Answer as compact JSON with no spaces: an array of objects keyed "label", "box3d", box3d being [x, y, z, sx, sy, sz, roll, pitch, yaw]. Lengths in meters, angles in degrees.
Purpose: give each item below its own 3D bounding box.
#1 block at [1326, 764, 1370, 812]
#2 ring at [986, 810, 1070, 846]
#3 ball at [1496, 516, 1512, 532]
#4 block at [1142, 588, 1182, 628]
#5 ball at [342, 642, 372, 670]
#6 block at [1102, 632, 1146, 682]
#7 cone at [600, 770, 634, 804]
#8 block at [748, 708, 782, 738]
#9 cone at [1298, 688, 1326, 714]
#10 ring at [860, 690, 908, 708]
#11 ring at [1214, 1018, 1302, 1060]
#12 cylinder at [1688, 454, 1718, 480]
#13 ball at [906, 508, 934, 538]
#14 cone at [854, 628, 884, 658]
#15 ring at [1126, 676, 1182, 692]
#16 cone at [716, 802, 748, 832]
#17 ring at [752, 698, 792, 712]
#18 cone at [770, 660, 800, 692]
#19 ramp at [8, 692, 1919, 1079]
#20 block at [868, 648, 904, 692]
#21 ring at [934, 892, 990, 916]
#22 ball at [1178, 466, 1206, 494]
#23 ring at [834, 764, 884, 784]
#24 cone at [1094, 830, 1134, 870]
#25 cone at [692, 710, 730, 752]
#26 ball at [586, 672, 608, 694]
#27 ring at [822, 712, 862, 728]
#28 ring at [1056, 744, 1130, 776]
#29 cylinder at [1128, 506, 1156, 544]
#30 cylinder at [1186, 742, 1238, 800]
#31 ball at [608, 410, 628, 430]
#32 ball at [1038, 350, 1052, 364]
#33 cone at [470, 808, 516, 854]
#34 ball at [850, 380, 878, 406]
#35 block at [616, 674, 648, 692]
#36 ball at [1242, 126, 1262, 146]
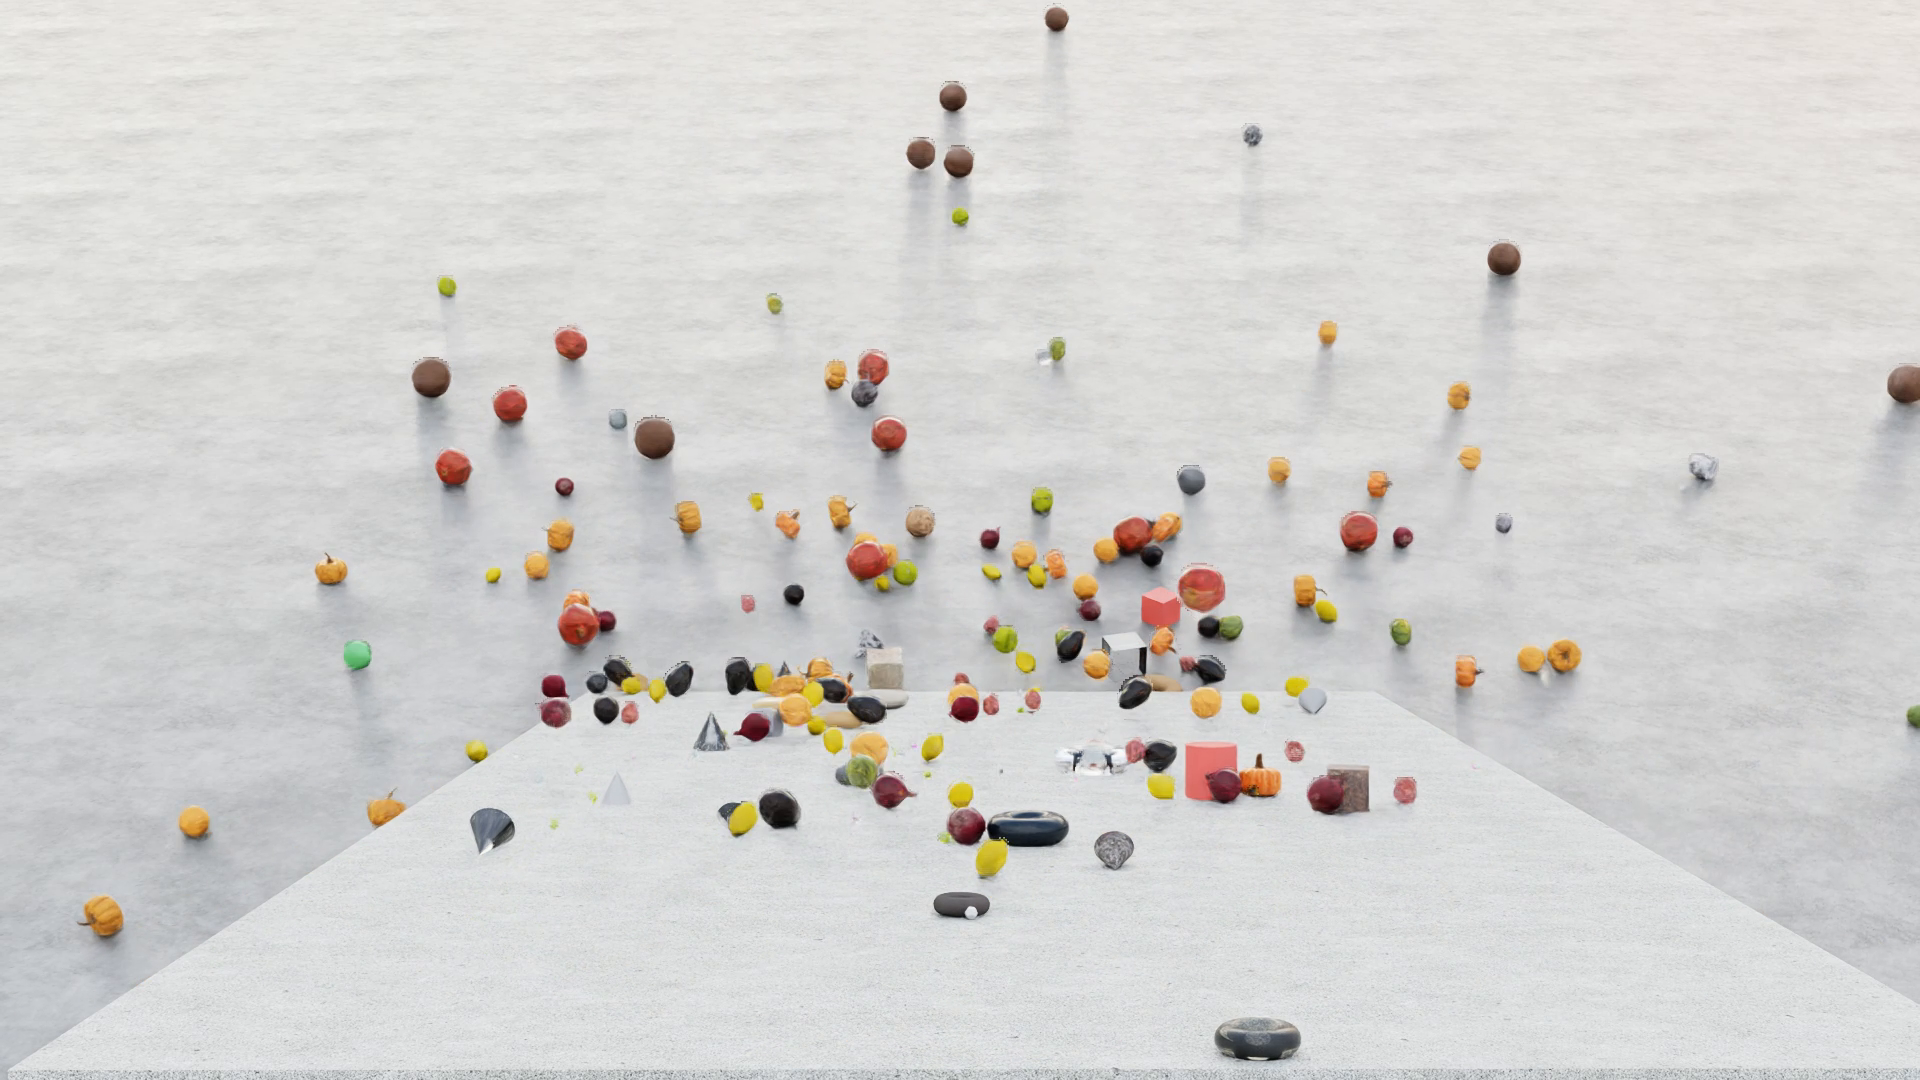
[{"label":"block","box3d":[0.664,0.424,4.404,0.071,0.071,0.071,0,2,11]},{"label":"ring","box3d":[0.106,0.451,4.031,0.131,0.044,0.131,-1,2,0]},{"label":"ball","box3d":[1.618,-0.047,7.665,0.050,0.050,0.050,0,24,0]},{"label":"block","box3d":[0.556,0.187,7.117,0.076,0.076,0.076,22,32,39]},{"label":"ball","box3d":[-1.603,0.307,6.852,0.075,0.075,0.075,0,24,0]},{"label":"block","box3d":[0.435,0.310,6.825,0.093,0.093,0.093,-7,25,-14]},{"label":"cone","box3d":[-0.597,0.428,4.483,0.057,0.057,0.057,0,2,0]},{"label":"block","box3d":[-0.417,0.392,5.524,0.058,0.058,0.058,0,2,15]},{"label":"cone","box3d":[0.823,0.389,6.002,0.066,0.066,0.066,2,29,4]},{"label":"ring","box3d":[-0.180,0.380,6.157,0.117,0.039,0.117,-1,2,0]},{"label":"ring","box3d":[0.302,0.506,2.617,0.089,0.030,0.089,-1,3,0]},{"label":"cylinder","box3d":[2.320,-0.227,8.044,0.062,0.062,0.062,-19,34,-36]},{"label":"ball","box3d":[-0.119,-0.051,7.629,0.088,0.088,0.088,0,24,0]},{"label":"cone","box3d":[-0.259,0.293,6.932,0.077,0.077,0.077,23,59,41]},{"label":"ring","box3d":[0.505,0.398,6.685,0.149,0.050,0.149,-1,25,0]},{"label":"cone","box3d":[-0.365,0.457,4.148,0.050,0.050,0.050,-4,29,-9]},{"label":"ring","box3d":[-0.440,0.388,6.040,0.094,0.031,0.094,-1,2,0]},{"label":"cone","box3d":[-0.448,0.348,6.578,0.081,0.081,0.081,0,-5,0]},{"label":"ramp","box3d":[0.056,0.504,4.549,2.000,0.100,4.000,0,2,0]},{"label":"block","box3d":[-0.195,0.345,6.743,0.091,0.091,0.091,-3,23,-2]},{"label":"ring","box3d":[0.002,0.481,3.406,0.075,0.025,0.075,1,1,0]},{"label":"ball","box3d":[0.713,-0.182,7.920,0.086,0.086,0.086,0,24,0]},{"label":"ring","box3d":[-0.185,0.433,4.750,0.091,0.030,0.091,0,3,0]},{"label":"cone","box3d":[0.227,0.468,3.775,0.059,0.059,0.059,0,31,0]},{"label":"cone","box3d":[-0.511,0.389,5.290,0.080,0.080,0.080,0,2,0]},{"label":"ball","box3d":[-0.915,0.361,6.493,0.054,0.054,0.054,0,24,0]},{"label":"ring","box3d":[-0.261,0.400,5.721,0.089,0.030,0.089,1,3,0]},{"label":"ring","box3d":[0.253,0.419,4.911,0.143,0.048,0.143,0,3,0]},{"label":"cylinder","box3d":[0.537,-0.044,7.621,0.082,0.082,0.082,1,24,2]},{"label":"cylinder","box3d":[0.445,0.408,4.564,0.092,0.092,0.092,0,2,0]},{"label":"ball","box3d":[-1.117,-0.392,8.416,0.061,0.061,0.061,0,24,0]},{"label":"ball","box3d":[0.294,-0.634,8.965,0.050,0.050,0.050,0,24,0]},{"label":"cone","box3d":[-0.724,0.460,3.936,0.072,0.072,0.072,2,29,5]},{"label":"ball","box3d":[-0.320,-0.492,8.604,0.088,0.088,0.088,0,24,0]},{"label":"block","box3d":[-0.846,0.383,6.646,0.063,0.063,0.063,-5,-17,14]},{"label":"ball","box3d":[1.307,-1.808,11.512,0.090,0.090,0.090,0,24,0]}]
